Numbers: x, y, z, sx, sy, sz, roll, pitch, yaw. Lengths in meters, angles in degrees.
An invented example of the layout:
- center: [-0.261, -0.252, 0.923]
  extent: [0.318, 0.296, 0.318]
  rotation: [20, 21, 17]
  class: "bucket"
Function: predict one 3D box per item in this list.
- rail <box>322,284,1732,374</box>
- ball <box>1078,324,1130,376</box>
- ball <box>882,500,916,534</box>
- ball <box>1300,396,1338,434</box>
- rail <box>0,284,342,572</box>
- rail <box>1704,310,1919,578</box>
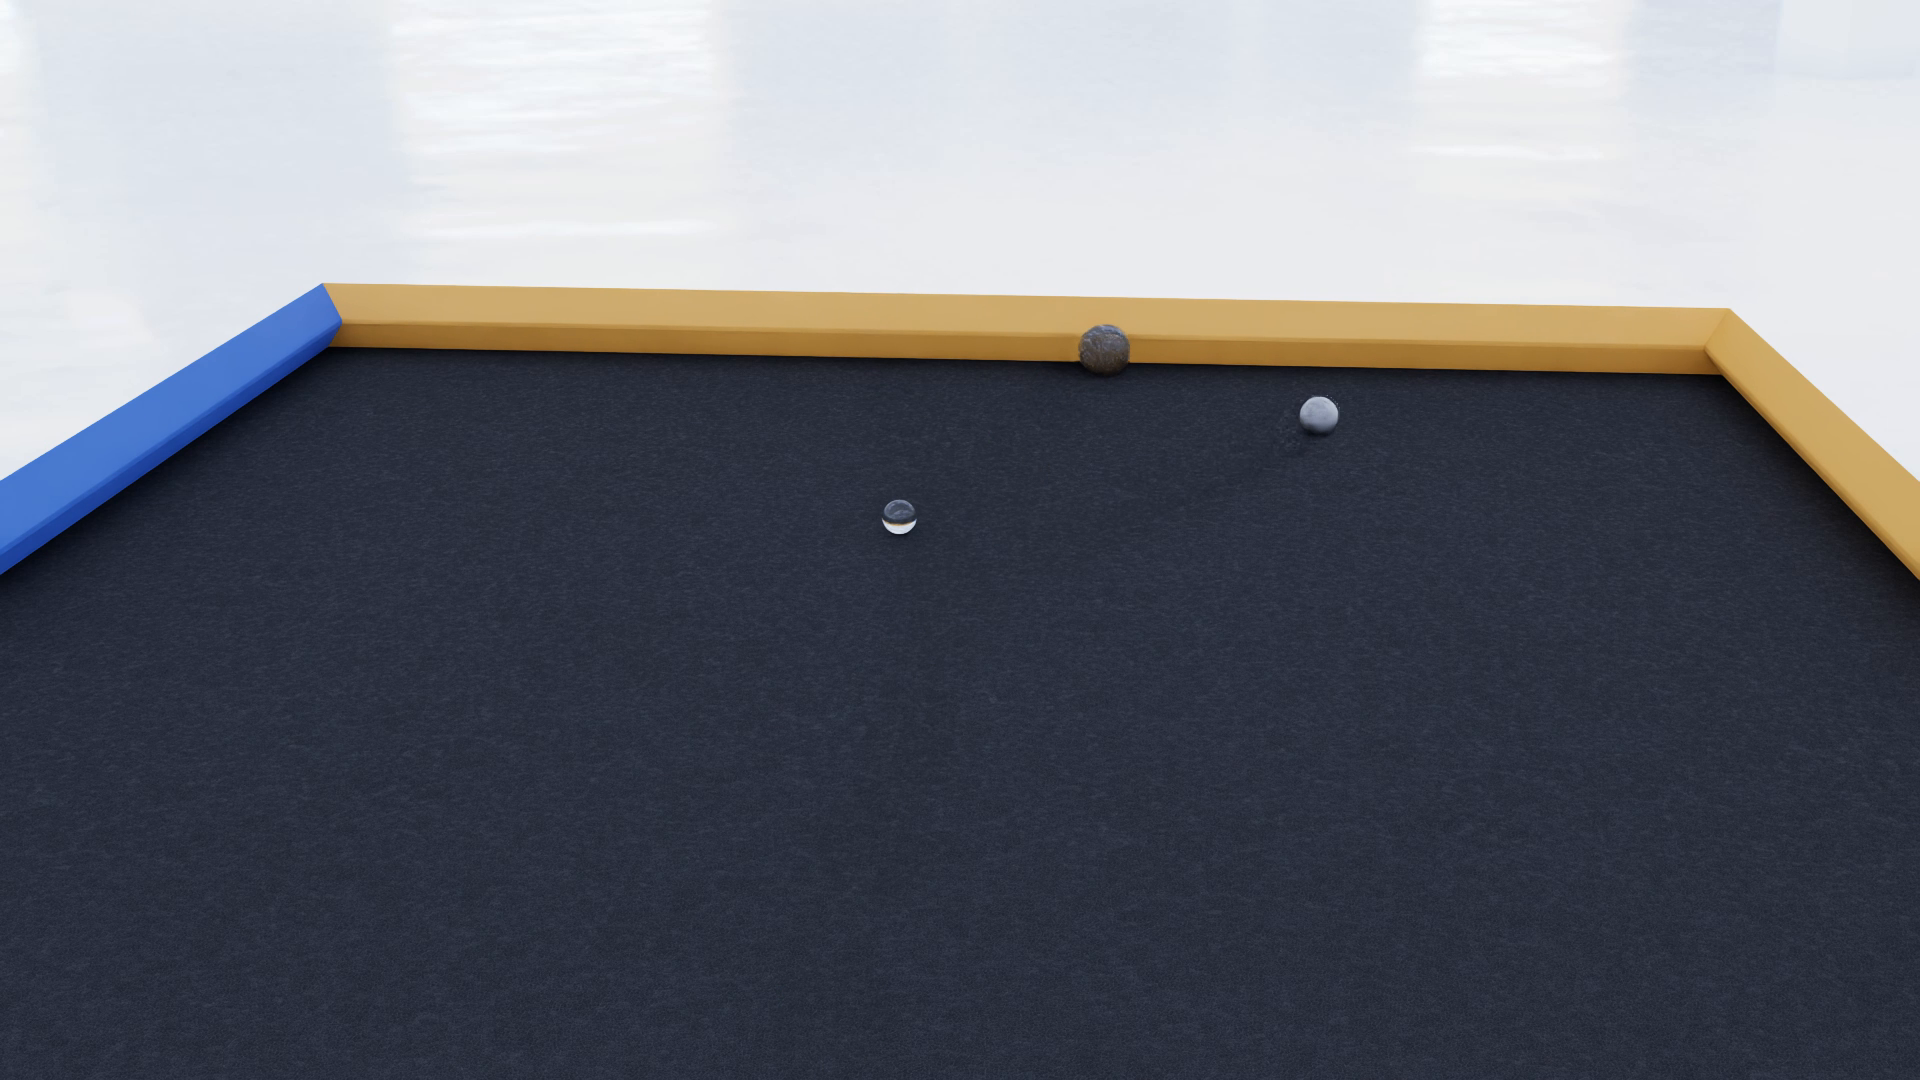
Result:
- center: [0.077, -0.338, 3.553]
  extent: [2.282, 0.107, 0.045]
  rotation: [2, 19, 4]
  class: "rail"
- center: [0.228, -0.301, 3.487]
  extent: [0.082, 0.082, 0.082]
  rotation: [0, 19, 0]
  class: "ball"
- center: [-0.076, -0.029, 2.762]
  extent: [0.044, 0.044, 0.044]
  rotation: [0, 19, 0]
  class: "ball"
- center: [0.519, -0.180, 3.178]
  extent: [0.055, 0.055, 0.055]
  rotation: [0, 19, 0]
  class: "ball"
- center: [-1.193, 0.271, 1.800]
  extent: [0.045, 0.107, 3.952]
  rotation: [2, 19, 4]
  class: "rail"
- center: [1.035, 0.330, 1.630]
  extent: [0.045, 0.107, 3.952]
  rotation: [2, 19, 4]
  class: "rail"
